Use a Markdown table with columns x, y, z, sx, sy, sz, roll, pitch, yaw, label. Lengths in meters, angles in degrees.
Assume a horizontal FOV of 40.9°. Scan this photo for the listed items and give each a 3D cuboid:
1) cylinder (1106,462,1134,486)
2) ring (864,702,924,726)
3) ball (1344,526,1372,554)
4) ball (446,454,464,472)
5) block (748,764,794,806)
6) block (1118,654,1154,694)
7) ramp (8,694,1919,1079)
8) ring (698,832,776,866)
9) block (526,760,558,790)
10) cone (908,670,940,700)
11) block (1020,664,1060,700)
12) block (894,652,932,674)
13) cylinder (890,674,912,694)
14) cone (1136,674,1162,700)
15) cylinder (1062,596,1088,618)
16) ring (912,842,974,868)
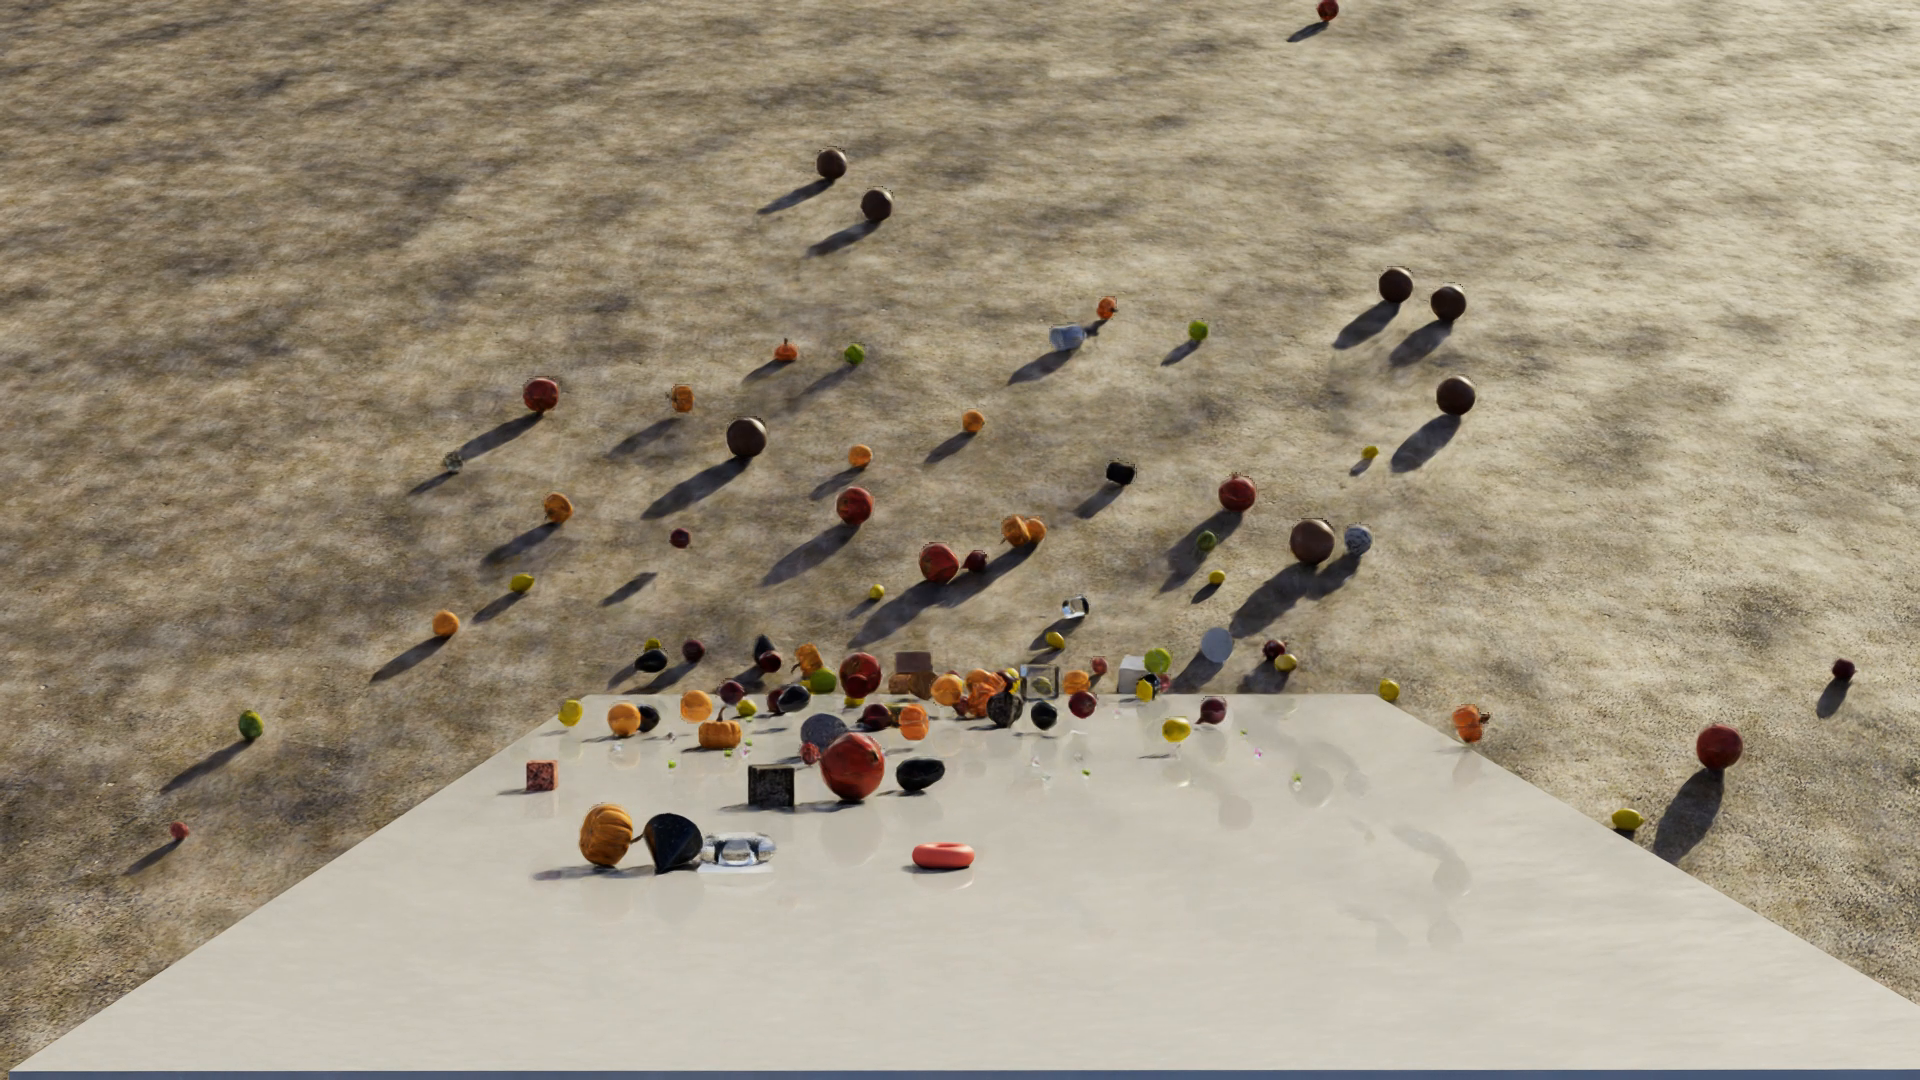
| x | y | z | sx | sy | sz | roll | pitch | yaw | label |
| --- | --- | --- | --- | --- | --- | --- | --- | --- | --- |
| 0.498 | -0.207 | 7.996 | 0.060 | 0.060 | 0.060 | 22 | 32 | 40 | cylinder |
| -0.150 | 0.394 | 5.830 | 0.140 | 0.047 | 0.140 | 0 | 0 | 0 | ring |
| 1.164 | -0.001 | 7.531 | 0.084 | 0.084 | 0.084 | 0 | 25 | 0 | ball |
| -1.589 | -0.243 | 8.094 | 0.055 | 0.055 | 0.055 | 0 | 25 | 0 | ball |
| -0.330 | 0.428 | 4.499 | 0.065 | 0.065 | 0.065 | -1 | 2 | -19 | block |
| 0.462 | 0.357 | 6.758 | 0.076 | 0.076 | 0.076 | 7 | 25 | 15 | block |
| 0.056 | 0.509 | 4.551 | 2.000 | 0.100 | 4.000 | 0 | 2 | 0 | ramp |
| -0.334 | 0.462 | 3.856 | 0.119 | 0.040 | 0.119 | -1 | 1 | 0 | ring |
| -0.763 | 0.429 | 4.708 | 0.050 | 0.050 | 0.050 | 0 | 2 | 0 | block |
| -0.088 | 0.380 | 6.414 | 0.080 | 0.080 | 0.080 | -2 | 29 | -4 | cone |
| 0.200 | 0.355 | 6.455 | 0.082 | 0.082 | 0.082 | 0 | 2 | -11 | block |
| -0.123 | 0.356 | 6.720 | 0.091 | 0.091 | 0.091 | 1 | 31 | -6 | block |
| -0.151 | 0.369 | 6.607 | 0.050 | 0.050 | 0.050 | 1 | 24 | 13 | cylinder |
| 0.478 | 0.382 | 6.443 | 0.065 | 0.065 | 0.065 | -3 | 29 | -6 | cone |
| 0.322 | 0.187 | 7.155 | 0.053 | 0.053 | 0.053 | -11 | 27 | -25 | cylinder |
| -0.025 | 0.468 | 3.821 | 0.093 | 0.031 | 0.093 | 0 | 0 | 0 | ring |
